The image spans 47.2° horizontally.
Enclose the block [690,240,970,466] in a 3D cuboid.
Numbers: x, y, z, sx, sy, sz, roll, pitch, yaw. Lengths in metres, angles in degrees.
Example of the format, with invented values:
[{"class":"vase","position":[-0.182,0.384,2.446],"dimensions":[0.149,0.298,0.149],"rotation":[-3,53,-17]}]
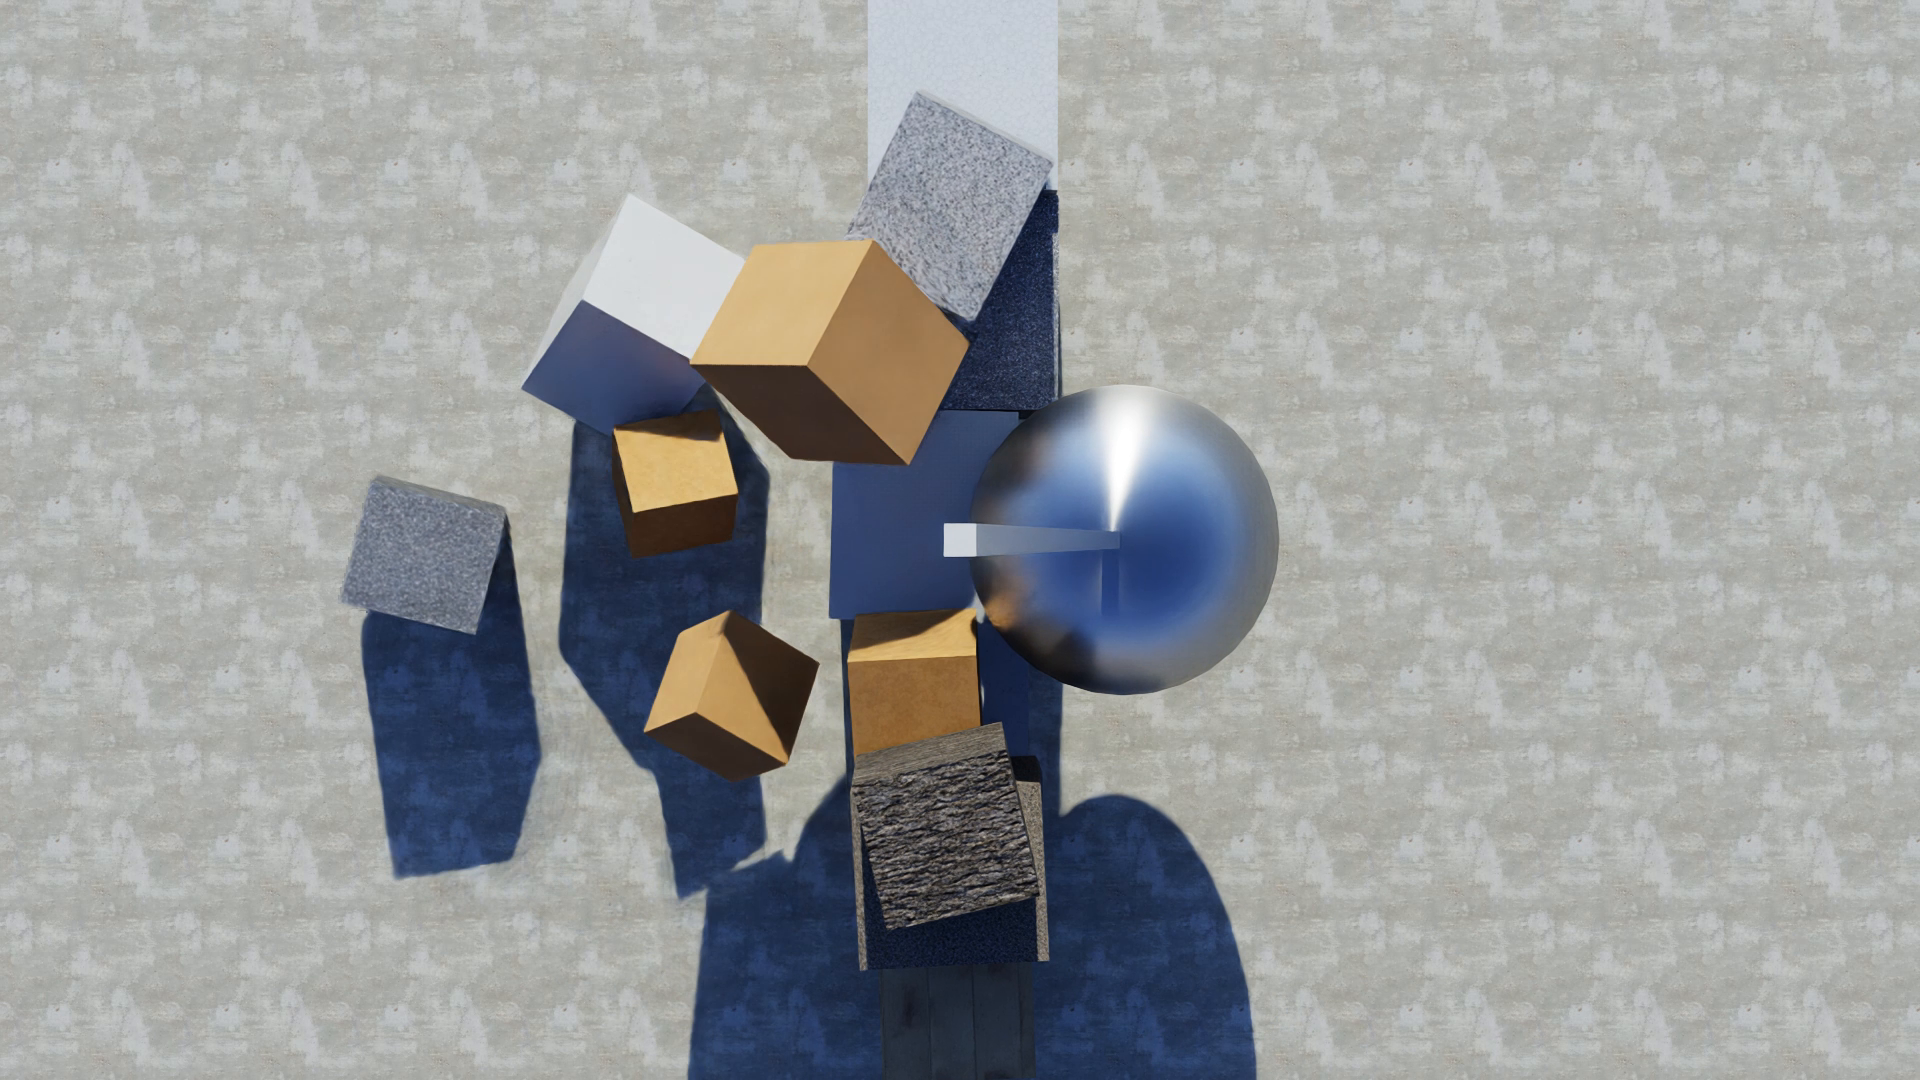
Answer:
[{"class":"block","position":[-0.654,-0.945,11.134],"dimensions":[0.852,0.873,0.754],"rotation":[44,63,-39]}]

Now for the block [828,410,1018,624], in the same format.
[{"class":"block","position":[-0.196,-0.133,12.445],"dimensions":[0.996,1.109,1.146],"rotation":[2,90,0]}]

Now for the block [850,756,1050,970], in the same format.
[{"class":"block","position":[-0.051,1.697,11.687],"dimensions":[0.976,0.849,0.924],"rotation":[-3,94,0]}]

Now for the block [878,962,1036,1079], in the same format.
[{"class":"block","position":[-0.019,2.557,12.546],"dimensions":[0.846,0.909,0.837],"rotation":[-2,90,0]}]

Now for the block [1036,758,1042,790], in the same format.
[{"class":"block","position":[0.013,1.685,12.569],"dimensions":[0.881,0.861,0.807],"rotation":[0,90,0]}]

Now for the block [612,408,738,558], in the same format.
[{"class":"block","position":[-1.592,-0.309,12.222],"dimensions":[0.575,0.637,0.526],"rotation":[-11,69,-14]}]

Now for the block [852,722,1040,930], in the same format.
[{"class":"block","position":[-0.069,1.405,10.892],"dimensions":[0.758,0.659,0.741],"rotation":[-13,97,1]}]

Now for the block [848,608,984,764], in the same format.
[{"class":"block","position":[-0.220,0.827,11.567],"dimensions":[0.651,0.826,0.698],"rotation":[-3,105,1]}]

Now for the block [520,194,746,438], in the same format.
[{"class":"block","position":[-1.803,-1.195,12.293],"dimensions":[0.792,0.880,0.873],"rotation":[29,48,-17]}]

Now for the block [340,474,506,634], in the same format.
[{"class":"block","position":[-3.046,0.074,12.543],"dimensions":[0.753,0.750,0.687],"rotation":[15,92,-12]}]

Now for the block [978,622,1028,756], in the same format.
[{"class":"block","position":[-0.013,0.864,12.542],"dimensions":[0.776,0.916,0.816],"rotation":[0,90,0]}]

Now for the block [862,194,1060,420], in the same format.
[{"class":"block","position":[0.001,-1.303,12.517],"dimensions":[1.078,0.967,1.175],"rotation":[0,90,0]}]

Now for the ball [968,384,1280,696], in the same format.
[{"class":"ball","position":[0.835,0.000,11.297],"dimensions":[1.600,1.600,1.600],"rotation":[0,90,0]}]

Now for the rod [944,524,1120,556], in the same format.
[{"class":"rod","position":[0.362,0.000,7.930],"dimensions":[0.080,5.200,0.080],"rotation":[0,90,8]}]

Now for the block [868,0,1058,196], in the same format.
[{"class":"block","position":[0.015,-2.416,12.458],"dimensions":[1.030,1.084,1.036],"rotation":[0,90,0]}]

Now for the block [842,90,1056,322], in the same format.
[{"class":"block","position":[-0.065,-1.759,11.474],"dimensions":[0.780,0.903,0.896],"rotation":[27,101,-4]}]

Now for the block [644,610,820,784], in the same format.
[{"class":"block","position":[-1.237,0.858,11.970],"dimensions":[0.615,0.526,0.636],"rotation":[34,55,-27]}]
